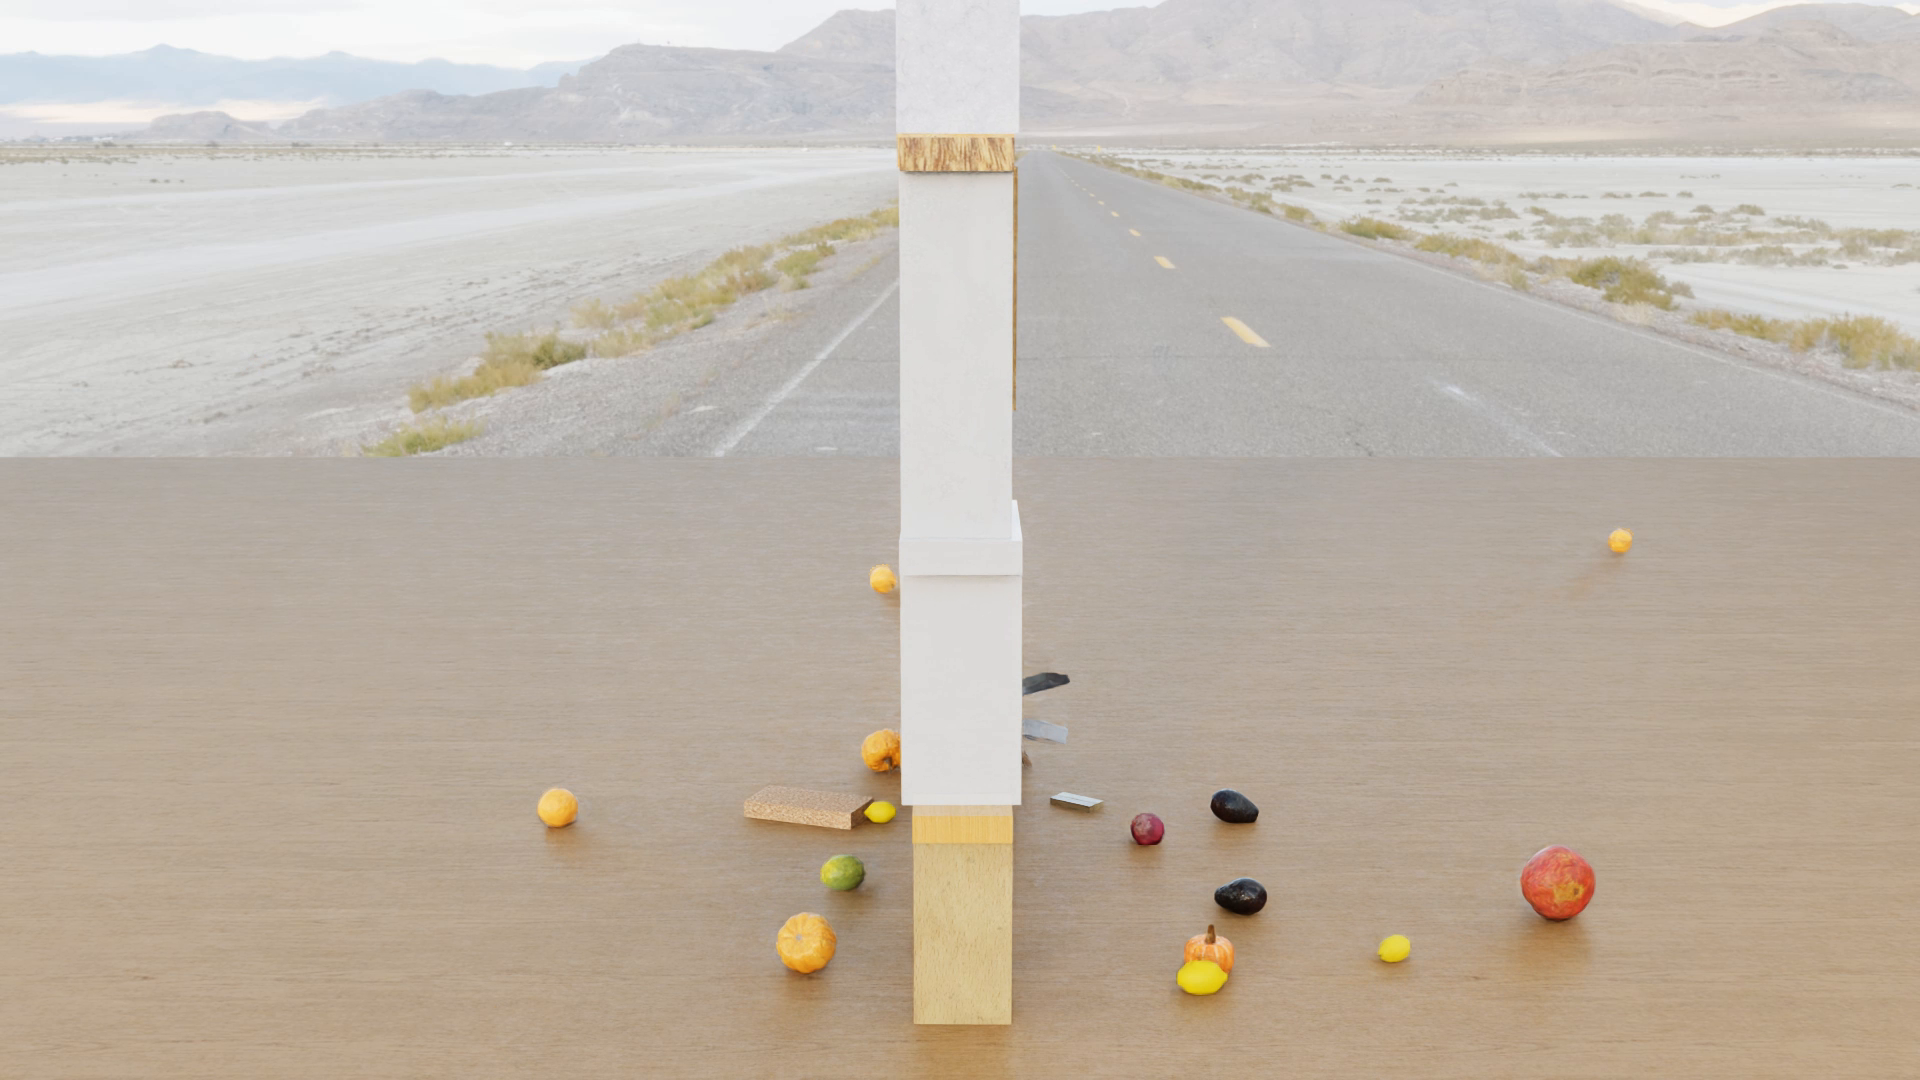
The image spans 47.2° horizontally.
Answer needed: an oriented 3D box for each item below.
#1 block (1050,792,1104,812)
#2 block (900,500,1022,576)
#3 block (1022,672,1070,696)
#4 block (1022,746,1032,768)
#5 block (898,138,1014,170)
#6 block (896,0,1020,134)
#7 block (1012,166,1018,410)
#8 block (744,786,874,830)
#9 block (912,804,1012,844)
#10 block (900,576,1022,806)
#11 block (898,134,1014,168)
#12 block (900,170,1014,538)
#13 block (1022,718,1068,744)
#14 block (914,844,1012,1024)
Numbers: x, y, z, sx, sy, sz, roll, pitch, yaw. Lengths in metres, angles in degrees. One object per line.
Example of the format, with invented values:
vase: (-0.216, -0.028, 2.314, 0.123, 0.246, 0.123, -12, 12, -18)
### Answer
block: (0.220, 0.495, 4.146, 0.091, 0.013, 0.045, 8, 13, 37)
block: (0.001, -0.006, 3.165, 0.168, 0.048, 0.337, 0, 11, 0)
block: (0.081, 0.285, 4.105, 0.055, 0.016, 0.313, 9, -19, -37)
block: (0.117, 0.413, 4.411, 0.013, 0.045, 0.091, -28, 38, 0)
block: (-0.004, -0.536, 3.046, 0.152, 0.043, 0.304, 0, 11, 0)
block: (-0.003, -0.779, 3.221, 0.180, 0.360, 0.051, 0, 11, 0)
block: (-0.001, -0.375, 3.288, 0.171, 0.360, 0.048, 0, 11, -1)
block: (-0.280, 0.496, 4.090, 0.216, 0.031, 0.108, 4, 11, 21)
block: (0.004, 0.377, 3.187, 0.139, 0.039, 0.278, 0, 11, 0)
block: (0.002, 0.203, 3.090, 0.168, 0.337, 0.048, 0, 11, 0)
block: (-0.005, -0.598, 3.366, 0.171, 0.048, 0.342, 0, 11, 0)
block: (-0.005, -0.251, 2.994, 0.152, 0.497, 0.043, 0, 11, 1)
block: (0.083, 0.353, 4.178, 0.216, 0.031, 0.108, 5, -9, 30)
block: (0.004, 0.549, 3.125, 0.139, 0.278, 0.039, 0, 11, 0)
